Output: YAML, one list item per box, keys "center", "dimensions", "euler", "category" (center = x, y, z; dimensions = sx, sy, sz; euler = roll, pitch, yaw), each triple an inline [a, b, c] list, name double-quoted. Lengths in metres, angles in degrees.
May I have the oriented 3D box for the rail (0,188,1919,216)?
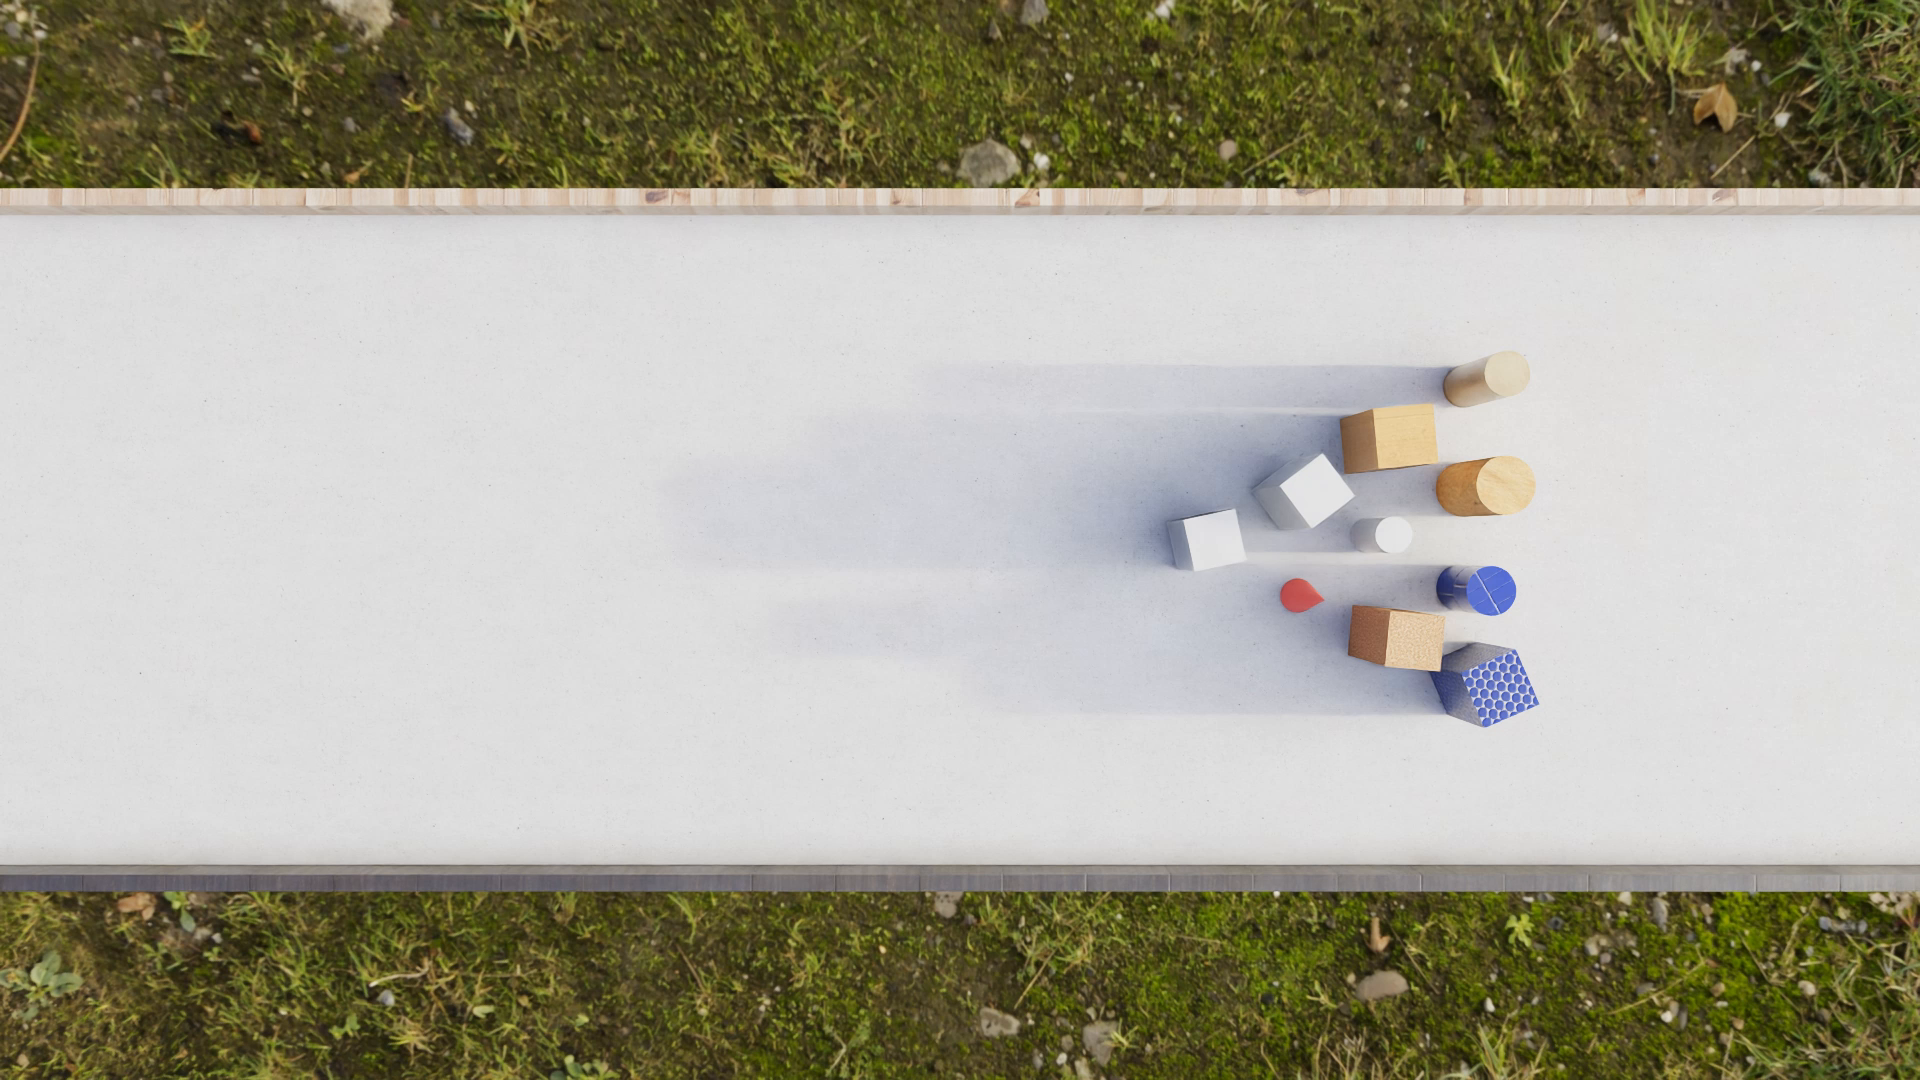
- center: [-2.247, -1.025, 5.002]
  dimensions: [12.000, 0.150, 0.050]
  euler: [0, 90, 0]
  category: "rail"

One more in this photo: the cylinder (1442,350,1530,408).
- center: [1.551, -0.472, 4.875]
  dimensions: [0.130, 0.404, 0.130]
  euler: [0, 90, 0]
  category: "cylinder"

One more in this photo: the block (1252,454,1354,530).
- center: [1.001, -0.137, 4.849]
  dimensions: [0.151, 0.456, 0.151]
  euler: [-37, 90, 0]
  category: "block"

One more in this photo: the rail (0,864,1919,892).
- center: [-2.247, 1.025, 5.001]
  dimensions: [12.000, 0.150, 0.050]
  euler: [0, 90, 0]
  category: "rail"

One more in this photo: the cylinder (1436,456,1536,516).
- center: [1.549, -0.156, 4.877]
  dimensions: [0.168, 0.399, 0.168]
  euler: [0, 90, 0]
  category: "cylinder"

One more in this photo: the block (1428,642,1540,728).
- center: [1.545, 0.426, 4.897]
  dimensions: [0.172, 0.360, 0.172]
  euler: [-23, 90, 0]
  category: "block"

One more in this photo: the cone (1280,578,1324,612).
- center: [1.039, 0.171, 4.884]
  dimensions: [0.106, 0.385, 0.106]
  euler: [0, 90, 0]
  category: "cone"

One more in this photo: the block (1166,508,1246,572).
- center: [0.725, 0.001, 4.885]
  dimensions: [0.150, 0.384, 0.150]
  euler: [-12, 90, 0]
  category: "block"

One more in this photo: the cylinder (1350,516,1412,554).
- center: [1.255, -0.015, 4.923]
  dimensions: [0.107, 0.306, 0.107]
  euler: [0, 90, 0]
  category: "cylinder"

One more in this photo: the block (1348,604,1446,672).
- center: [1.278, 0.284, 4.853]
  dimensions: [0.156, 0.447, 0.156]
  euler: [6, 90, 0]
  category: "block"

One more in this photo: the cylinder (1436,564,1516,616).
- center: [1.538, 0.148, 4.924]
  dimensions: [0.145, 0.305, 0.145]
  euler: [0, 90, 0]
  category: "cylinder"

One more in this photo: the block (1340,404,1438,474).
- center: [1.262, -0.295, 4.872]
  dimensions: [0.170, 0.410, 0.170]
  euler: [-5, 90, 0]
  category: "block"
